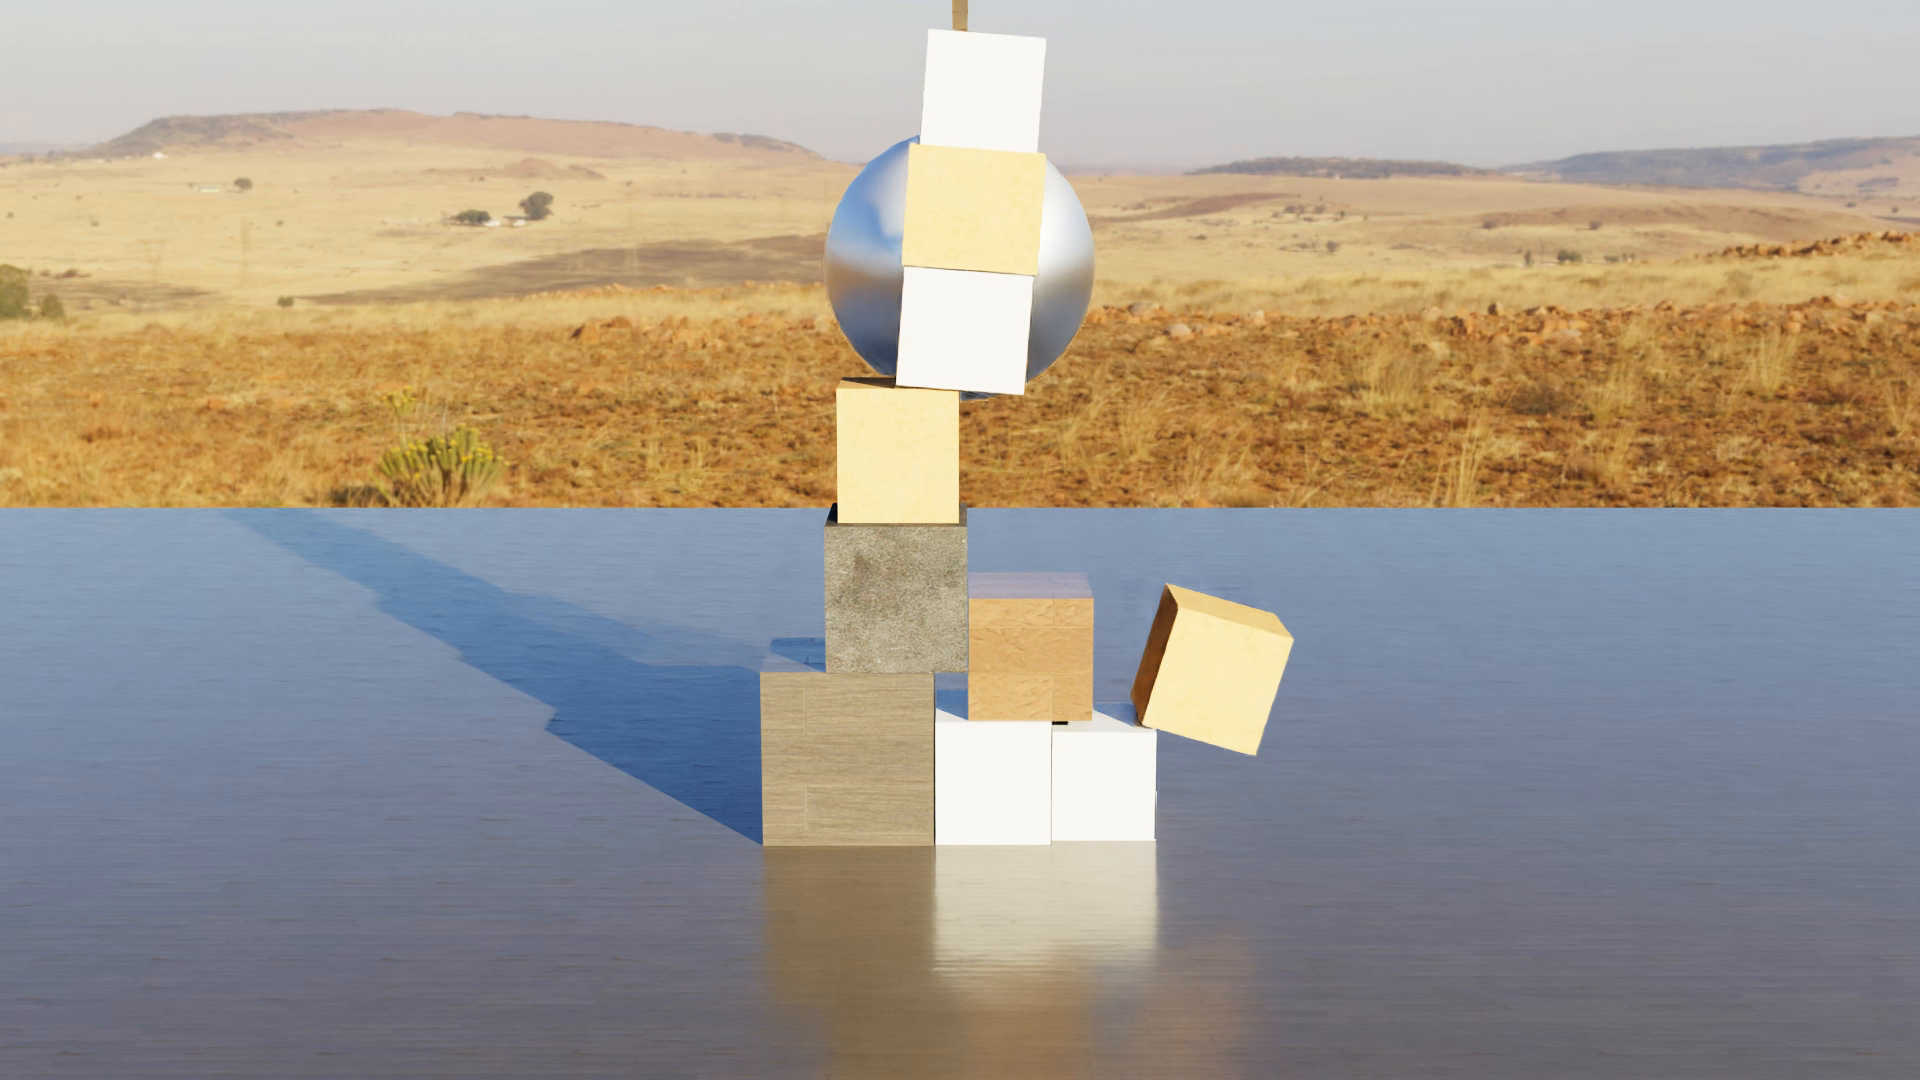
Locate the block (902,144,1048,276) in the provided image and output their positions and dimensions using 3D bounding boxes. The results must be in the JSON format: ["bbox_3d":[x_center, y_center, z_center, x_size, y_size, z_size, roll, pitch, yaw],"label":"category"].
[{"bbox_3d":[0.067,-1.643,10.871,0.657,0.578,0.624,4,10,-1],"label":"block"}]

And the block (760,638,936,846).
[{"bbox_3d":[-0.563,1.030,11.386,0.862,0.899,0.768,0,10,0],"label":"block"}]

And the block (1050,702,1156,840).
[{"bbox_3d":[0.723,1.193,11.386,0.527,0.570,0.561,0,11,0],"label":"block"}]

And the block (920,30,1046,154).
[{"bbox_3d":[0.110,-2.192,10.776,0.560,0.540,0.550,4,10,-1],"label":"block"}]

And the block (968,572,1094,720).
[{"bbox_3d":[0.353,0.539,11.296,0.620,0.627,0.667,0,10,0],"label":"block"}]

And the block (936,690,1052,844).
[{"bbox_3d":[0.167,1.166,11.379,0.578,0.635,0.672,0,10,0],"label":"block"}]

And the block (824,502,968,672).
[{"bbox_3d":[-0.315,0.232,11.207,0.701,0.736,0.734,0,10,0],"label":"block"}]

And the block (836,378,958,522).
[{"bbox_3d":[-0.306,-0.461,11.099,0.598,0.667,0.535,0,10,0],"label":"block"}]

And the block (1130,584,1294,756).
[{"bbox_3d":[1.286,0.661,11.342,0.601,0.634,0.565,16,10,-5],"label":"block"}]

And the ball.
[{"bbox_3d":[0.000,-1.623,12.994,1.600,1.600,1.600,0,10,0],"label":"ball"}]

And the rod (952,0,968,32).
[{"bbox_3d":[0.000,-4.551,11.266,0.080,5.200,0.080,0,31,0],"label":"rod"}]

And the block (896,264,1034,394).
[{"bbox_3d":[0.022,-1.077,10.999,0.624,0.585,0.629,4,10,-1],"label":"block"}]
